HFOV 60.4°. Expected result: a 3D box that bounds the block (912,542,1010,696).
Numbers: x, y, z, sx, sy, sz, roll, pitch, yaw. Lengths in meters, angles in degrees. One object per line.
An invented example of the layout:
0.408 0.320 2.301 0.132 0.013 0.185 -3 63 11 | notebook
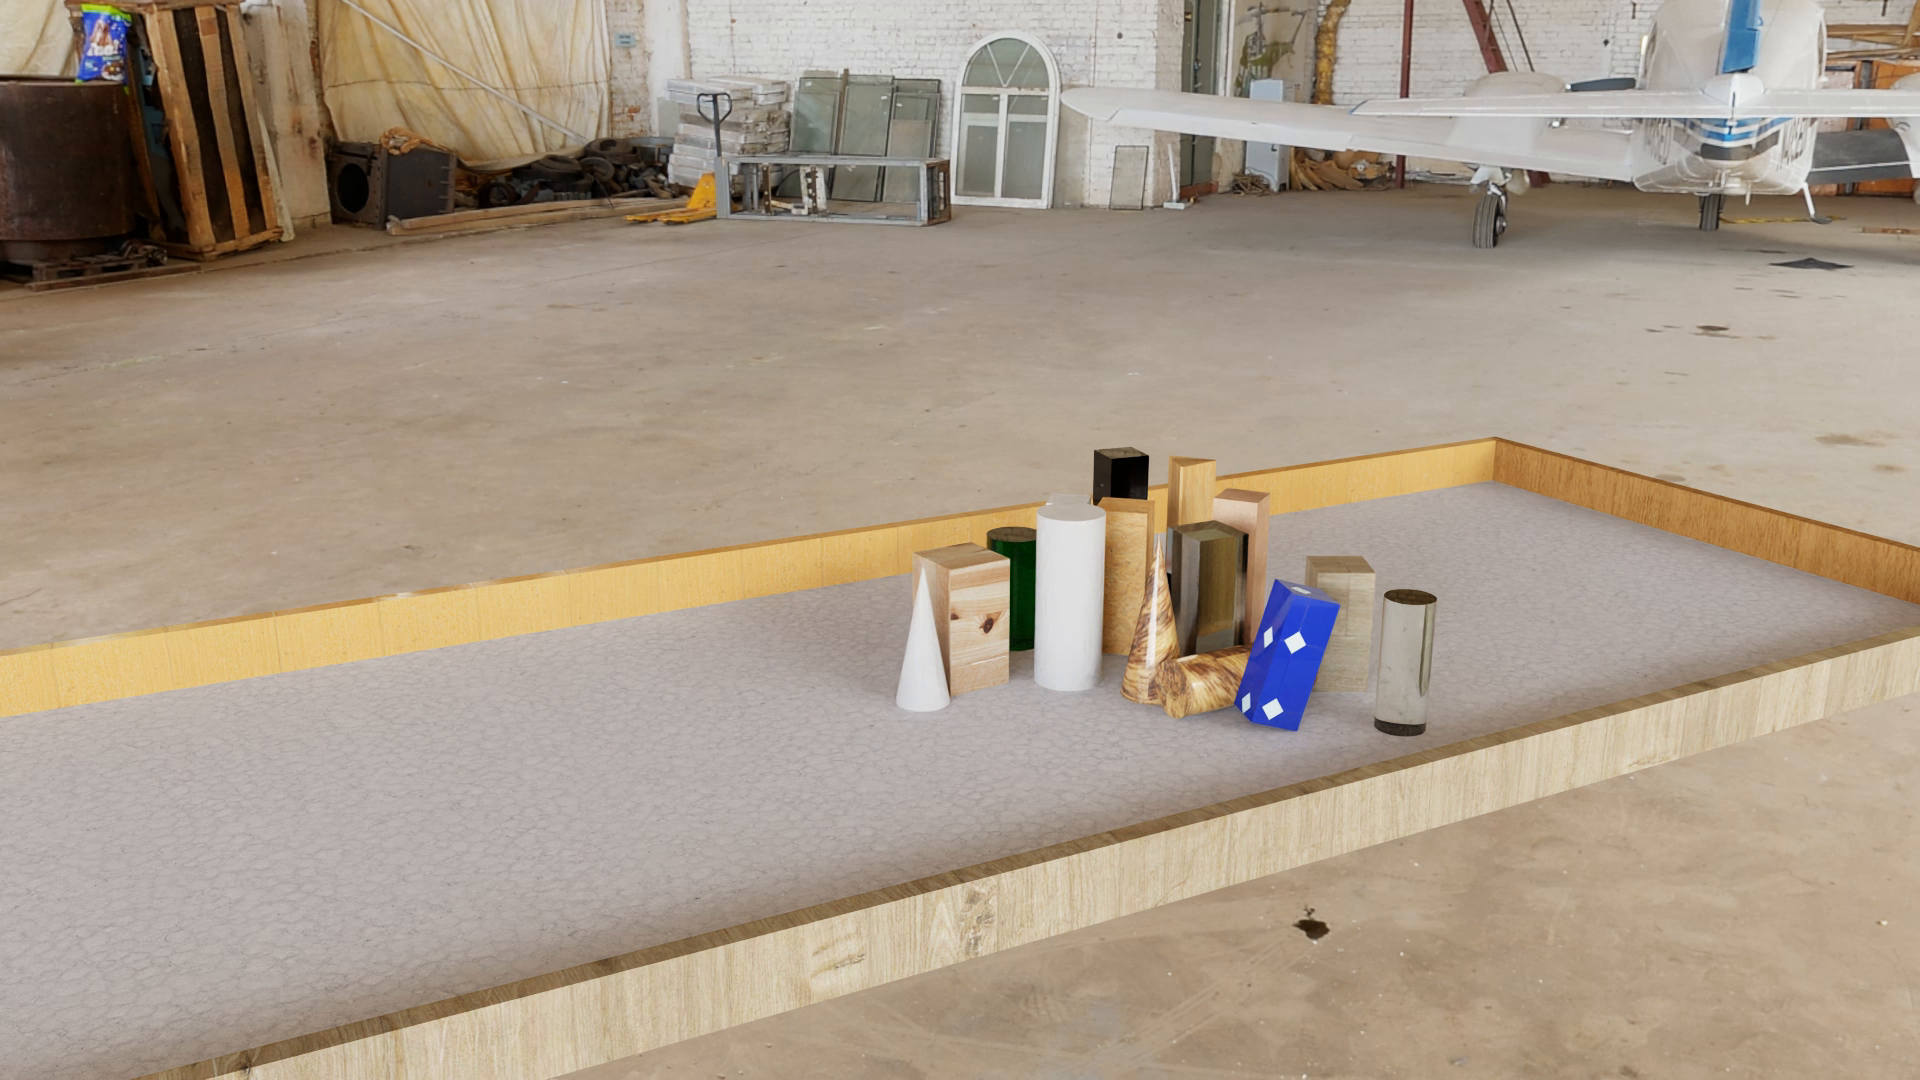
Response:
0.003 0.194 4.116 0.173 0.325 0.173 -10 19 -31 | block

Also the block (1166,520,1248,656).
0.609 0.165 4.098 0.141 0.392 0.141 -8 18 -25 | block

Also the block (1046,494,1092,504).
0.300 0.049 4.595 0.110 0.335 0.110 4 17 12 | block

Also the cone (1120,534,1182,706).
0.478 0.180 4.013 0.165 0.411 0.165 0 16 0 | cone

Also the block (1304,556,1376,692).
0.935 0.208 4.099 0.140 0.309 0.140 0 17 0 | block

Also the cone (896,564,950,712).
-0.088 0.223 3.957 0.133 0.355 0.133 0 18 0 | cone

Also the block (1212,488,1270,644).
0.732 0.084 4.334 0.117 0.415 0.117 8 18 25 | block

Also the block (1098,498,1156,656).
0.429 0.095 4.344 0.139 0.387 0.139 4 17 14 | block

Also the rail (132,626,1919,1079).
-2.336 1.006 1.665 12.000 0.150 0.050 -9 18 -27 | rail

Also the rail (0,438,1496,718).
-3.305 0.497 3.399 12.000 0.150 0.050 -9 18 -27 | rail

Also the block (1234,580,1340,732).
0.760 0.268 3.844 0.118 0.318 0.118 13 13 -14 | block

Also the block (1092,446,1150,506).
0.467 -0.058 4.828 0.119 0.407 0.119 -6 17 -19 | block

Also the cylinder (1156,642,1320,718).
0.674 0.327 3.996 0.391 0.139 0.139 -9 19 -28 | cylinder

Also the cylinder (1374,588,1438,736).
1.031 0.284 3.821 0.118 0.320 0.118 0 16 0 | cylinder

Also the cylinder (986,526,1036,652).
0.144 0.129 4.384 0.149 0.301 0.149 0 16 0 | cylinder

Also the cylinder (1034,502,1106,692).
0.272 0.140 4.100 0.170 0.437 0.170 0 17 0 | cylinder

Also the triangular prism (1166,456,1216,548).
0.615 -0.005 4.580 0.130 0.447 0.113 -12 20 -35 | triangular prism

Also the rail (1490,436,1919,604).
2.466 -0.048 5.253 0.050 0.150 2.100 -9 18 -27 | rail
